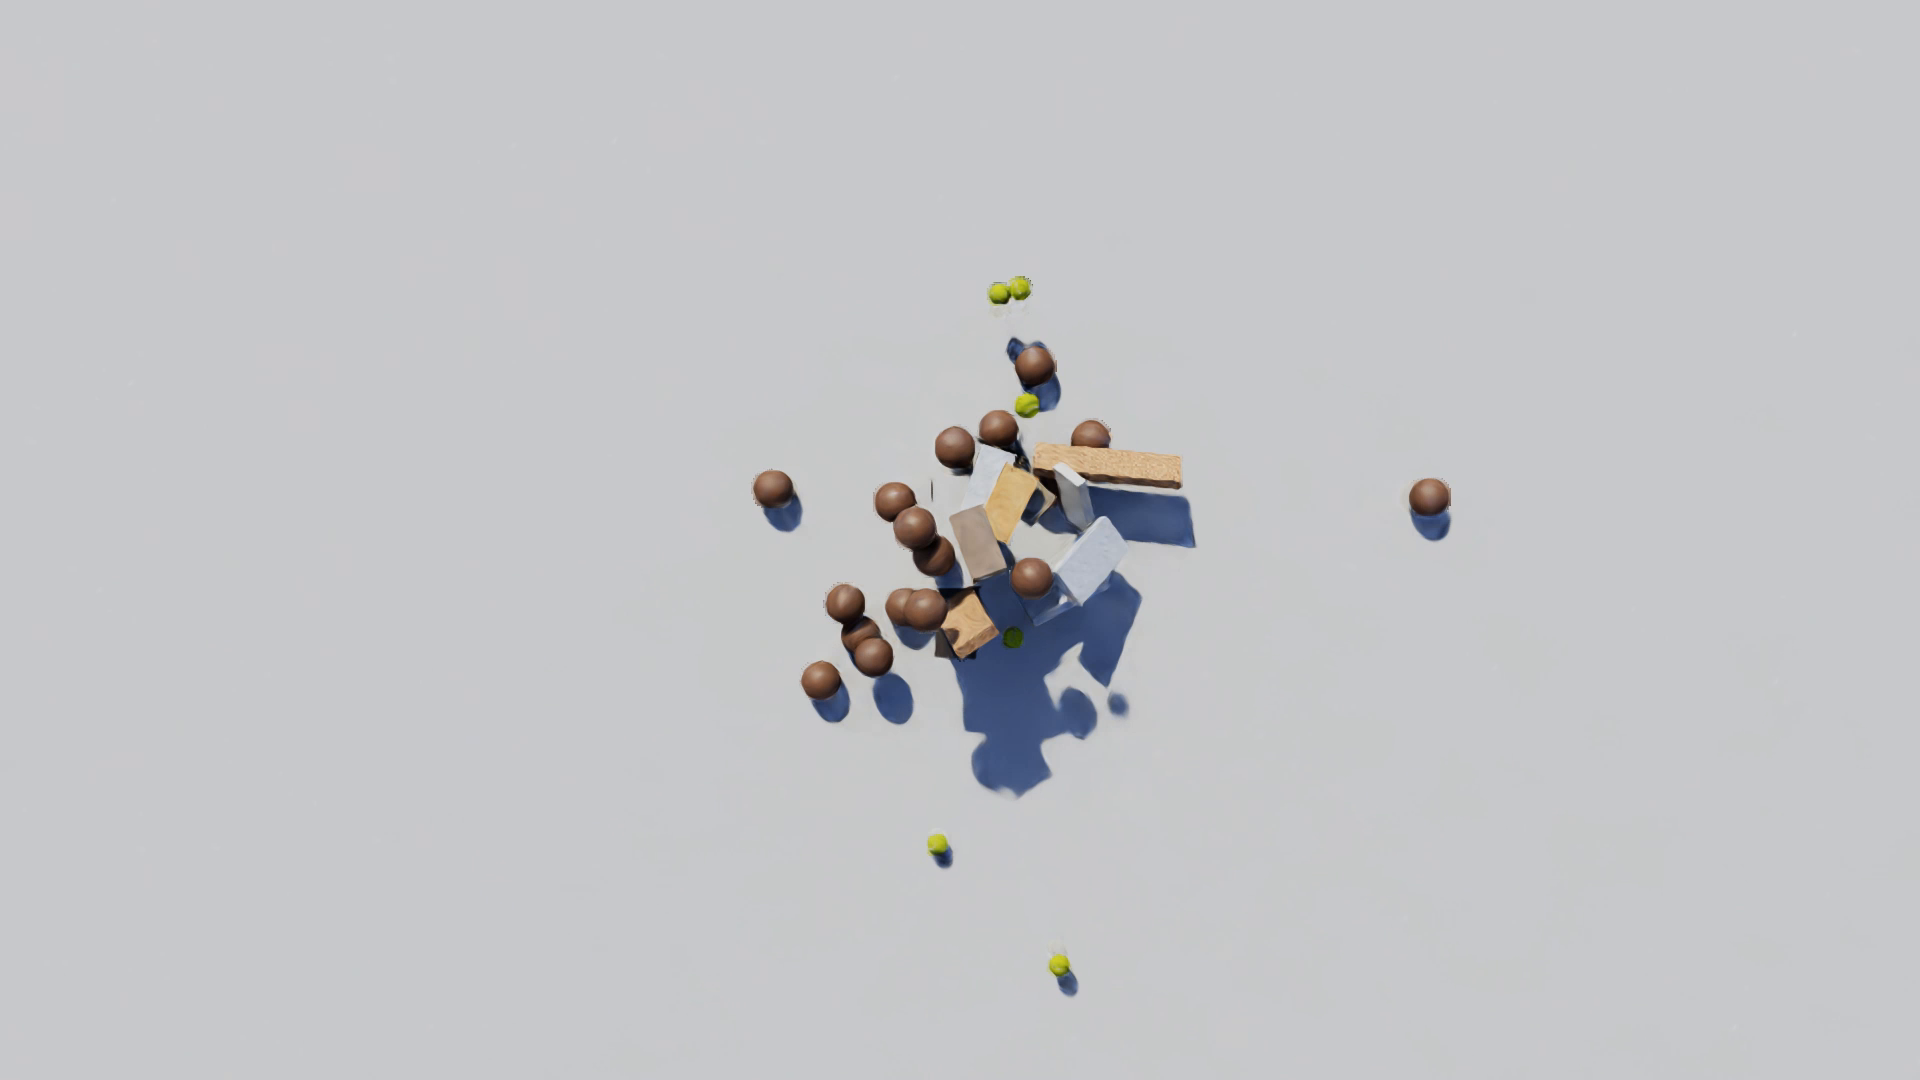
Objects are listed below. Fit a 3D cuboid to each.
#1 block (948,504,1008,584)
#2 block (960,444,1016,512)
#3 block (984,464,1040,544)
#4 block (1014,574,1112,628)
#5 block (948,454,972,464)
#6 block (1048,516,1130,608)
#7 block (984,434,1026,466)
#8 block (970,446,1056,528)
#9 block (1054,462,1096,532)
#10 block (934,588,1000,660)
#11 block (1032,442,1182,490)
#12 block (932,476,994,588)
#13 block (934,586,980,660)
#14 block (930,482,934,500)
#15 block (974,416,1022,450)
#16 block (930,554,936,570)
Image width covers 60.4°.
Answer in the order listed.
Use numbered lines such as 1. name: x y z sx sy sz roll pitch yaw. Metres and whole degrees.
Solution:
1. block: 0.053 0.010 4.943 0.111 0.031 0.221 -20 66 -3
2. block: 0.085 -0.173 5.051 0.111 0.031 0.221 18 91 -3
3. block: 0.142 -0.111 5.024 0.111 0.031 0.221 26 90 -2
4. block: 0.337 0.163 5.406 0.283 0.040 0.141 -28 45 -4
5. block: -0.001 -0.265 5.427 0.073 0.146 0.021 4 90 0
6. block: 0.414 0.067 5.249 0.283 0.040 0.141 -46 109 -30
7. block: 0.142 -0.281 5.449 0.146 0.021 0.073 36 99 17
8. block: 0.164 -0.165 5.091 0.246 0.035 0.123 40 87 -3
9. block: 0.370 -0.131 5.286 0.035 0.246 0.123 -37 51 -15
10. block: 0.017 0.251 5.065 0.141 0.283 0.040 -34 117 1
11. block: 0.475 -0.240 5.330 0.474 0.035 0.123 5 46 2
12. block: 0.009 -0.026 5.128 0.173 0.049 0.346 -2 90 0
13. block: -0.007 0.243 5.220 0.131 0.037 0.261 3 90 0
14. block: -0.007 -0.167 5.326 0.173 0.346 0.049 -4 94 0
15. block: 0.126 -0.356 5.490 0.146 0.021 0.073 19 90 0
16. block: -0.010 0.082 5.326 0.173 0.346 0.049 9 89 0
